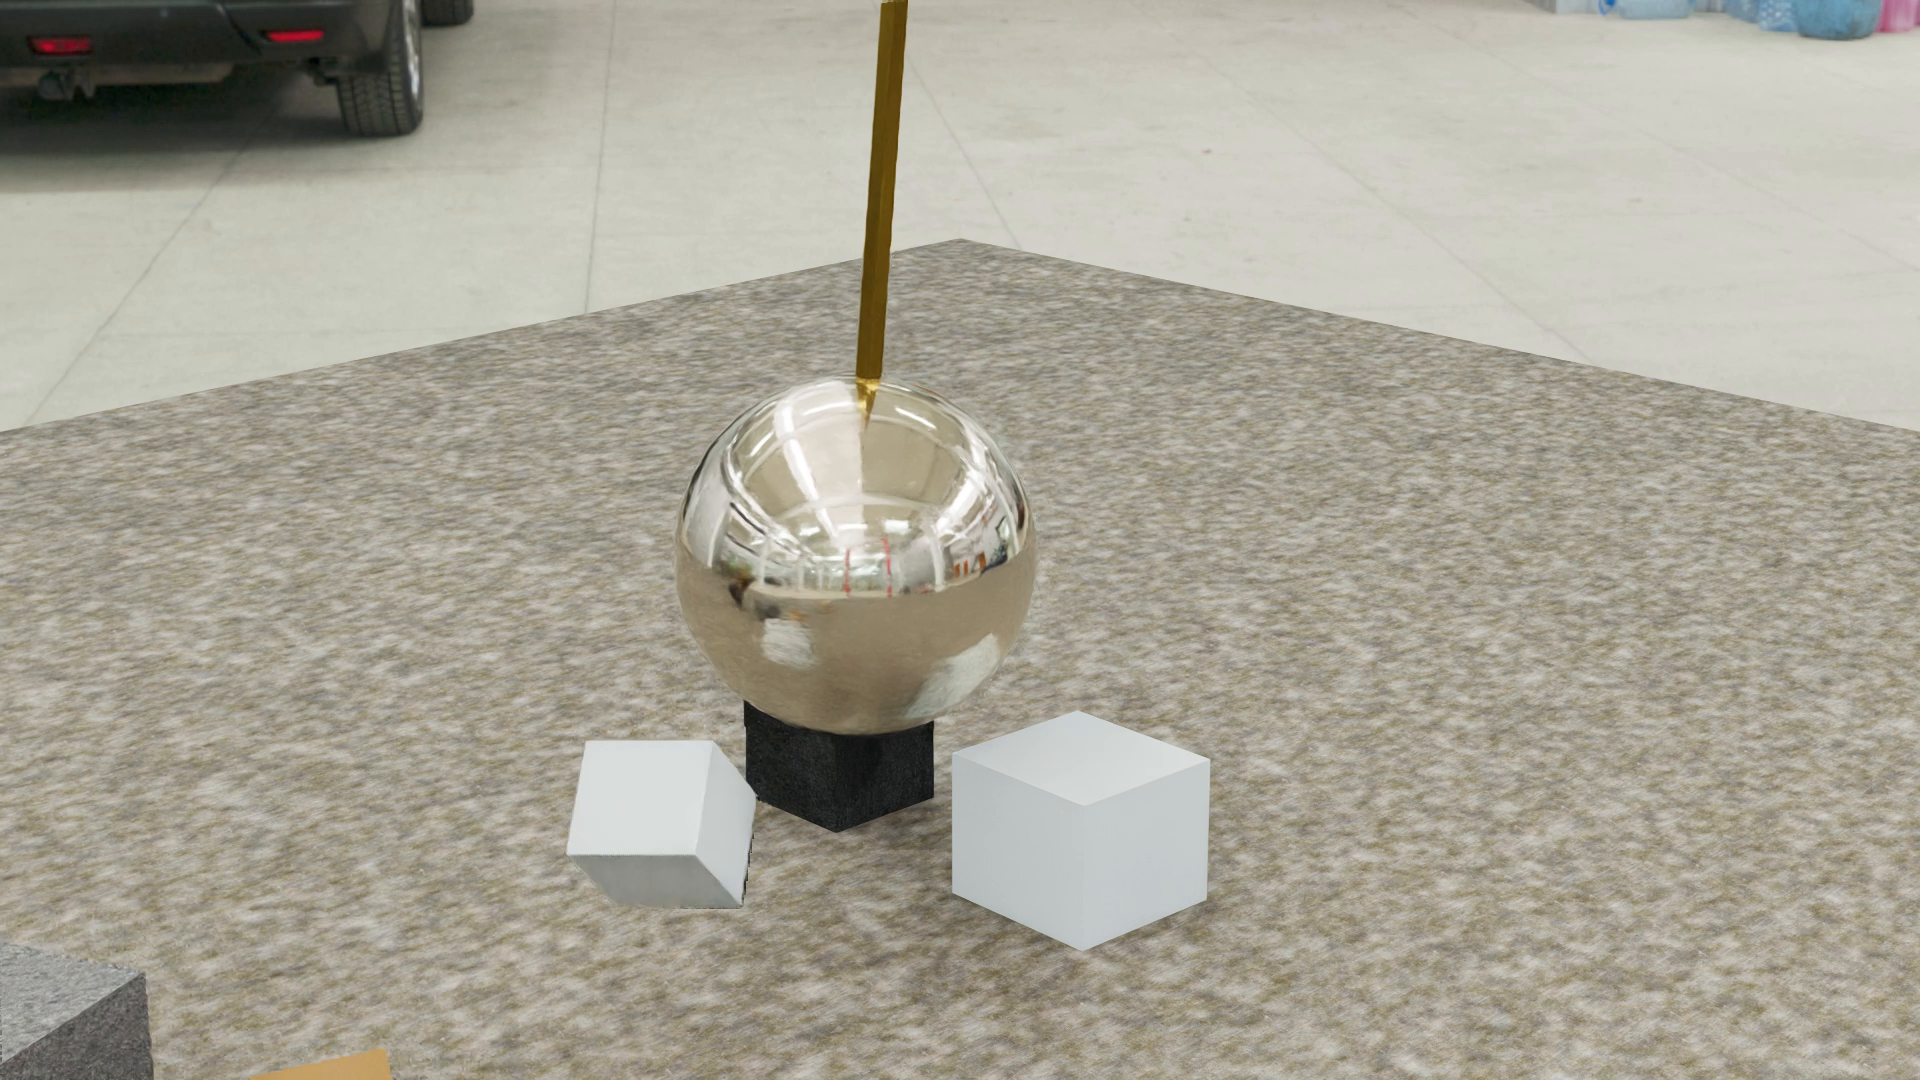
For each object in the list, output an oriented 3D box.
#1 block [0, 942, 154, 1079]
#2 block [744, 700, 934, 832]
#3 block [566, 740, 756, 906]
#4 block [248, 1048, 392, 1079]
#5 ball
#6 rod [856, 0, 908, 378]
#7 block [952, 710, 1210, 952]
[{"bbox_3d":[-3.549,2.007,10.721,0.842,0.742,0.804,7,19,21],"label":"block"},{"bbox_3d":[-0.587,0.969,14.266,0.637,0.597,0.663,-16,24,-41],"label":"block"},{"bbox_3d":[-1.204,1.155,11.928,0.545,0.493,0.570,-1,-28,16],"label":"block"},{"bbox_3d":[-2.229,2.132,10.361,0.474,0.472,0.416,-10,-24,-18],"label":"block"},{"bbox_3d":[-0.458,0.069,12.883,1.600,1.600,1.600,0,17,0],"label":"ball"},{"bbox_3d":[-0.198,-3.234,12.117,0.080,5.200,0.080,17,18,42],"label":"rod"},{"bbox_3d":[0.537,1.284,13.128,0.790,0.678,0.832,-15,23,-40],"label":"block"}]
